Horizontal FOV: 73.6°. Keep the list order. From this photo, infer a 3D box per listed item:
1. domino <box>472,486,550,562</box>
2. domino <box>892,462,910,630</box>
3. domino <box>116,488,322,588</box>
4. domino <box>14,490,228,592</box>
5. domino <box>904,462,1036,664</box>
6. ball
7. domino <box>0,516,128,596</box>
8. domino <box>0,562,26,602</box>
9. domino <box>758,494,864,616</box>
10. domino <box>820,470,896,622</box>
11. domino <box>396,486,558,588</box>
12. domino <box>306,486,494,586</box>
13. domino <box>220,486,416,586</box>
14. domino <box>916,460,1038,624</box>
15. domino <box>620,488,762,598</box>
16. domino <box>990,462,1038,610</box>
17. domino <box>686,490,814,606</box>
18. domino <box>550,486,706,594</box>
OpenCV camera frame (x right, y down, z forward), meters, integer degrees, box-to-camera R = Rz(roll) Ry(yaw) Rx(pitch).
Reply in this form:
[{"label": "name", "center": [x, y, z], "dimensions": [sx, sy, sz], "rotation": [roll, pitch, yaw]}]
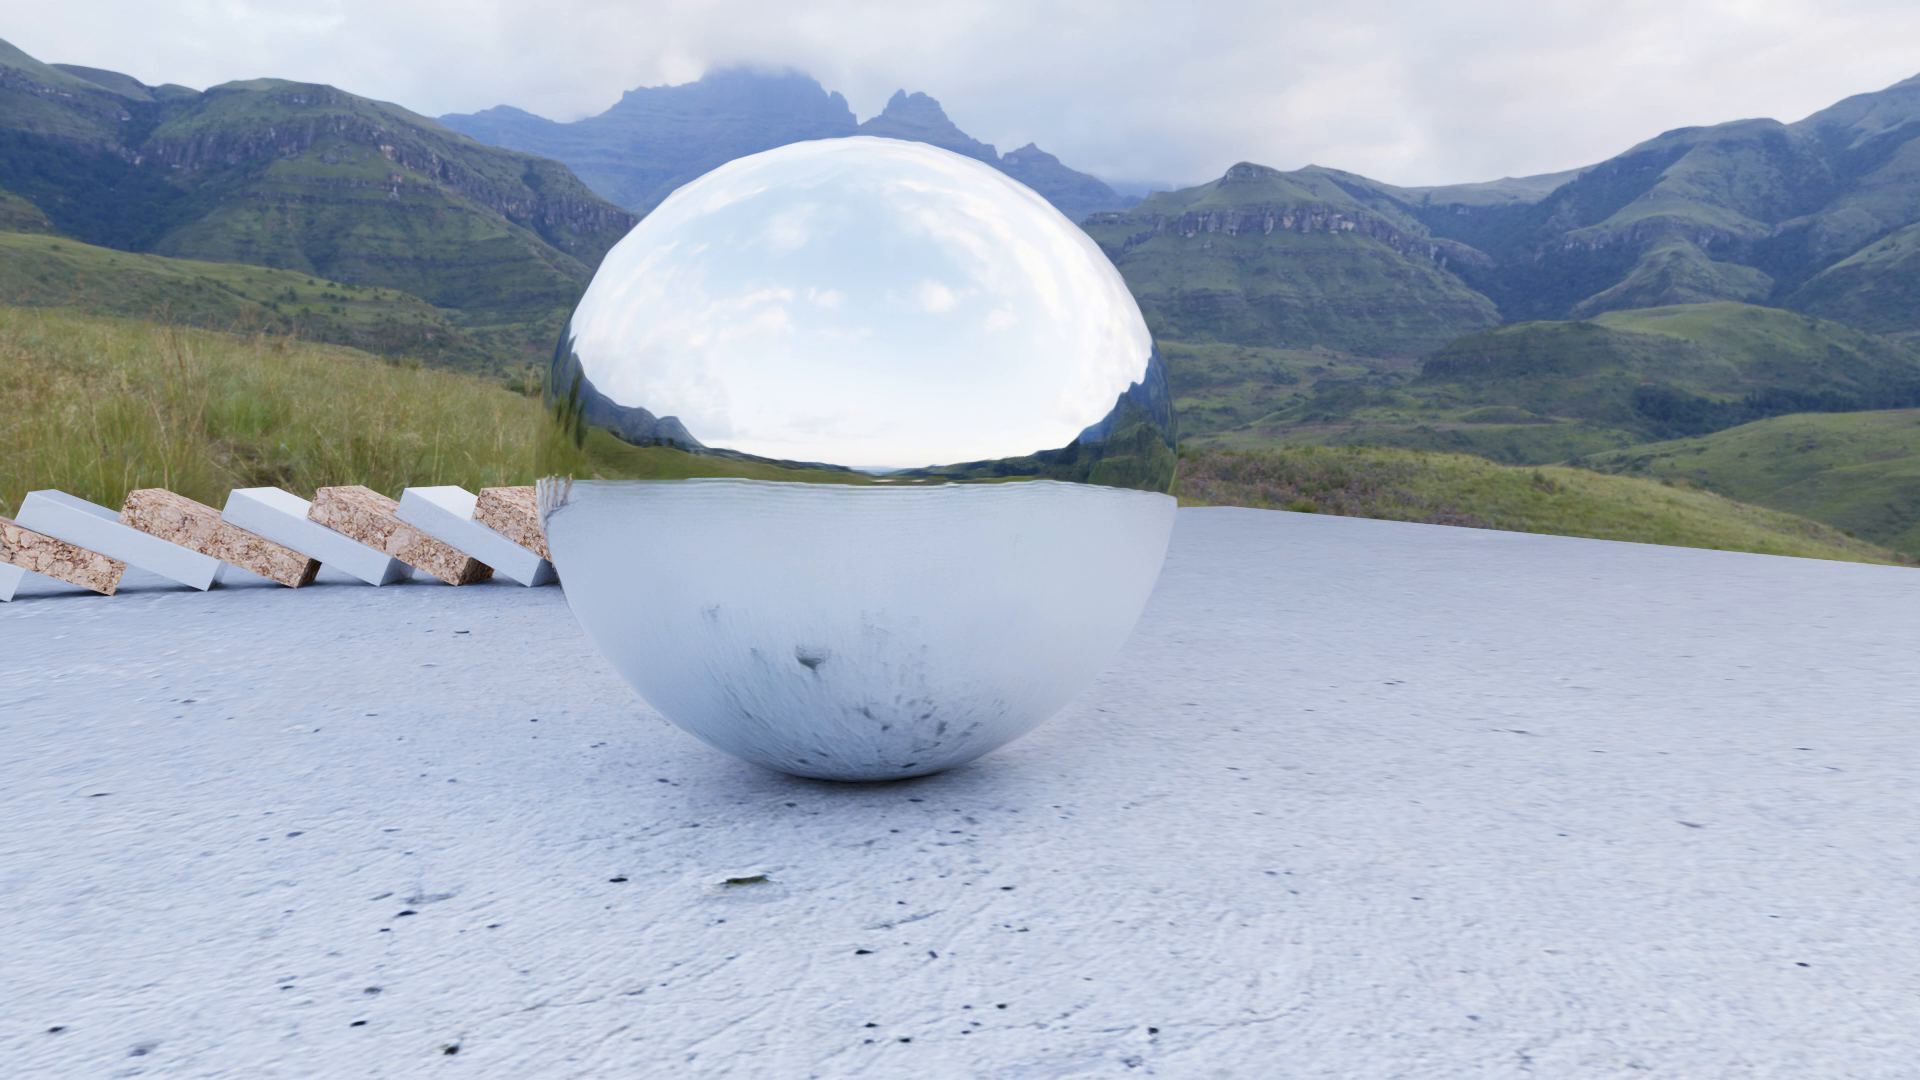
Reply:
[{"label": "domino", "center": [-0.121, -0.001, 0.392], "dimensions": [0.050, 0.009, 0.025], "rotation": [27, 13, 17]}, {"label": "domino", "center": [-0.003, 0.000, 0.310], "dimensions": [0.025, 0.010, 0.050], "rotation": [0, 42, -5]}, {"label": "domino", "center": [-0.219, -0.001, 0.384], "dimensions": [0.050, 0.010, 0.025], "rotation": [24, -2, -16]}, {"label": "domino", "center": [-0.242, 0.000, 0.373], "dimensions": [0.050, 0.009, 0.025], "rotation": [25, -5, -22]}, {"label": "domino", "center": [0.002, 0.003, 0.263], "dimensions": [0.025, 0.010, 0.050], "rotation": [2, 42, -2]}, {"label": "ball", "center": [-0.012, -0.010, 0.164], "dimensions": [0.080, 0.080, 0.080], "rotation": [0, 4, 0]}, {"label": "domino", "center": [-0.262, 0.001, 0.358], "dimensions": [0.050, 0.009, 0.025], "rotation": [26, -10, -31]}, {"label": "domino", "center": [-0.280, 0.002, 0.340], "dimensions": [0.050, 0.010, 0.025], "rotation": [28, -14, -38]}, {"label": "domino", "center": [-0.033, 0.003, 0.342], "dimensions": [0.025, 0.009, 0.050], "rotation": [-2, 28, -30]}, {"label": "domino", "center": [-0.017, 0.000, 0.326], "dimensions": [0.025, 0.009, 0.050], "rotation": [-2, 38, -22]}, {"label": "domino", "center": [-0.145, -0.002, 0.397], "dimensions": [0.050, 0.009, 0.025], "rotation": [26, 10, 11]}, {"label": "domino", "center": [-0.171, -0.002, 0.396], "dimensions": [0.050, 0.009, 0.025], "rotation": [25, 5, 1]}, {"label": "domino", "center": [-0.195, -0.001, 0.393], "dimensions": [0.050, 0.010, 0.025], "rotation": [24, 3, -3]}, {"label": "domino", "center": [0.003, 0.002, 0.279], "dimensions": [0.025, 0.009, 0.050], "rotation": [2, 42, -3]}, {"label": "domino", "center": [-0.074, 0.000, 0.374], "dimensions": [0.050, 0.010, 0.025], "rotation": [32, 23, 33]}, {"label": "domino", "center": [0.002, 0.001, 0.294], "dimensions": [0.025, 0.010, 0.050], "rotation": [-1, 42, -5]}, {"label": "domino", "center": [-0.053, 0.001, 0.360], "dimensions": [0.025, 0.009, 0.050], "rotation": [-4, 30, -42]}, {"label": "domino", "center": [-0.096, -0.001, 0.385], "dimensions": [0.050, 0.010, 0.025], "rotation": [30, 18, 26]}]
